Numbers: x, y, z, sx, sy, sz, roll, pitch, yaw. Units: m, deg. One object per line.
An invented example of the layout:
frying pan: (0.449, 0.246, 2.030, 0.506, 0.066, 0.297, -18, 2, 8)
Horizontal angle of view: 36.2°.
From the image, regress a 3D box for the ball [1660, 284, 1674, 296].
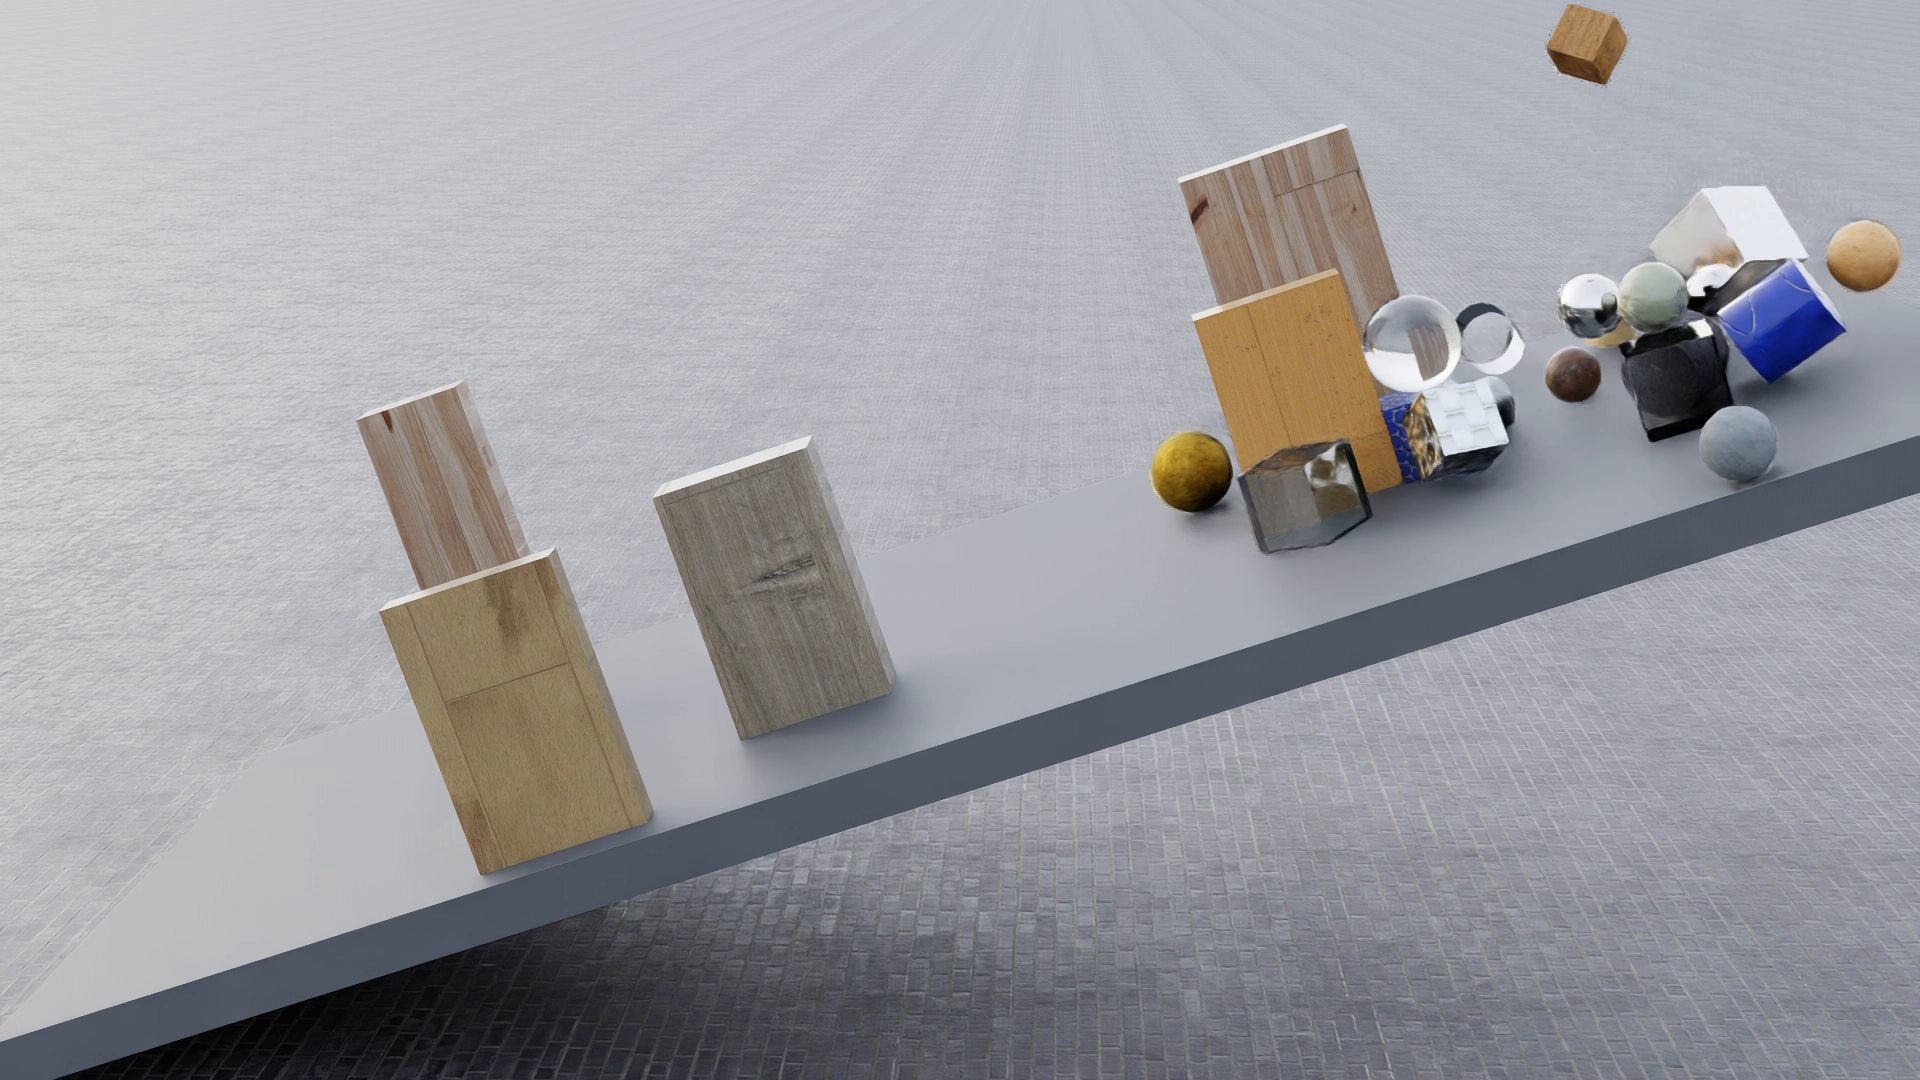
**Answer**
ball: (1.608, -0.505, 6.489, 0.146, 0.146, 0.146, 0, 12, 0)

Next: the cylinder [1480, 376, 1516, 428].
cylinder: (1.104, -0.276, 6.285, 0.118, 0.118, 0.118, -24, 21, -23)

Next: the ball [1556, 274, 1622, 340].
ball: (1.290, -0.478, 6.018, 0.135, 0.135, 0.135, 0, 12, 0)

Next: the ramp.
ramp: (0.106, 0.181, 6.306, 4.000, 0.100, 2.000, -18, 11, 6)

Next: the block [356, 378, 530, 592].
block: (-1.117, 0.044, 6.727, 0.240, 0.780, 0.120, -18, 11, 6)

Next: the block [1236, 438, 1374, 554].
block: (0.694, -0.088, 5.915, 0.169, 0.169, 0.169, -9, 15, 43)

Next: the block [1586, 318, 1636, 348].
block: (1.492, -0.502, 6.701, 0.109, 0.109, 0.109, -5, 9, -4)

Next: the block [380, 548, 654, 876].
block: (-0.826, 0.321, 5.494, 0.335, 0.536, 0.080, -18, 11, 6)

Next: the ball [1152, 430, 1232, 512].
ball: (0.514, -0.152, 6.514, 0.180, 0.180, 0.180, 0, 12, 0)

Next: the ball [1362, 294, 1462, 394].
ball: (0.940, -0.408, 6.123, 0.205, 0.205, 0.205, 0, 12, 0)

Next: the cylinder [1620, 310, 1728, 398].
cylinder: (1.457, -0.365, 5.994, 0.163, 0.163, 0.163, 9, 27, 36)

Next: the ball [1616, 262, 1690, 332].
ball: (1.391, -0.487, 5.907, 0.142, 0.142, 0.142, 0, 12, 0)

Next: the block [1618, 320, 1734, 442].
block: (1.414, -0.315, 5.798, 0.172, 0.172, 0.172, -17, 11, 12)

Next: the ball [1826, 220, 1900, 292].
ball: (1.826, -0.573, 5.946, 0.143, 0.143, 0.143, 0, 12, 0)

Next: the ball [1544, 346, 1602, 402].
ball: (1.316, -0.355, 6.311, 0.120, 0.120, 0.120, 0, 12, 0)

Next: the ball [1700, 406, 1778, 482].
ball: (1.385, -0.172, 5.236, 0.135, 0.135, 0.135, 0, 12, 0)

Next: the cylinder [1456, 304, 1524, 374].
cylinder: (1.113, -0.424, 6.201, 0.124, 0.124, 0.124, 6, -8, 26)

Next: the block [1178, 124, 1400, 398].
block: (0.810, -0.596, 6.932, 0.407, 0.662, 0.125, -18, 11, 6)

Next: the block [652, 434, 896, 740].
block: (-0.367, 0.095, 5.880, 0.321, 0.520, 0.148, -18, 11, 6)

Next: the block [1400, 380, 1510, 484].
block: (0.993, -0.218, 5.909, 0.142, 0.142, 0.142, -11, -19, -14)

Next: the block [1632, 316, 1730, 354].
block: (1.521, -0.438, 6.217, 0.158, 0.158, 0.158, -19, 7, 20)

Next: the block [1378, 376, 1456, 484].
block: (0.979, -0.232, 6.163, 0.162, 0.162, 0.162, -18, 11, 5)

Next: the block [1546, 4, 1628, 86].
block: (1.290, -1.019, 6.048, 0.107, 0.107, 0.107, 24, -7, 32)

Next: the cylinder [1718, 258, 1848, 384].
cylinder: (1.636, -0.436, 5.852, 0.180, 0.180, 0.180, -38, -1, 21)

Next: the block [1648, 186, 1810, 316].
block: (1.584, -0.596, 6.062, 0.187, 0.187, 0.187, -7, -29, -33)

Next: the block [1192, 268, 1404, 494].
block: (0.705, -0.295, 6.145, 0.313, 0.461, 0.094, -18, 11, 6)
